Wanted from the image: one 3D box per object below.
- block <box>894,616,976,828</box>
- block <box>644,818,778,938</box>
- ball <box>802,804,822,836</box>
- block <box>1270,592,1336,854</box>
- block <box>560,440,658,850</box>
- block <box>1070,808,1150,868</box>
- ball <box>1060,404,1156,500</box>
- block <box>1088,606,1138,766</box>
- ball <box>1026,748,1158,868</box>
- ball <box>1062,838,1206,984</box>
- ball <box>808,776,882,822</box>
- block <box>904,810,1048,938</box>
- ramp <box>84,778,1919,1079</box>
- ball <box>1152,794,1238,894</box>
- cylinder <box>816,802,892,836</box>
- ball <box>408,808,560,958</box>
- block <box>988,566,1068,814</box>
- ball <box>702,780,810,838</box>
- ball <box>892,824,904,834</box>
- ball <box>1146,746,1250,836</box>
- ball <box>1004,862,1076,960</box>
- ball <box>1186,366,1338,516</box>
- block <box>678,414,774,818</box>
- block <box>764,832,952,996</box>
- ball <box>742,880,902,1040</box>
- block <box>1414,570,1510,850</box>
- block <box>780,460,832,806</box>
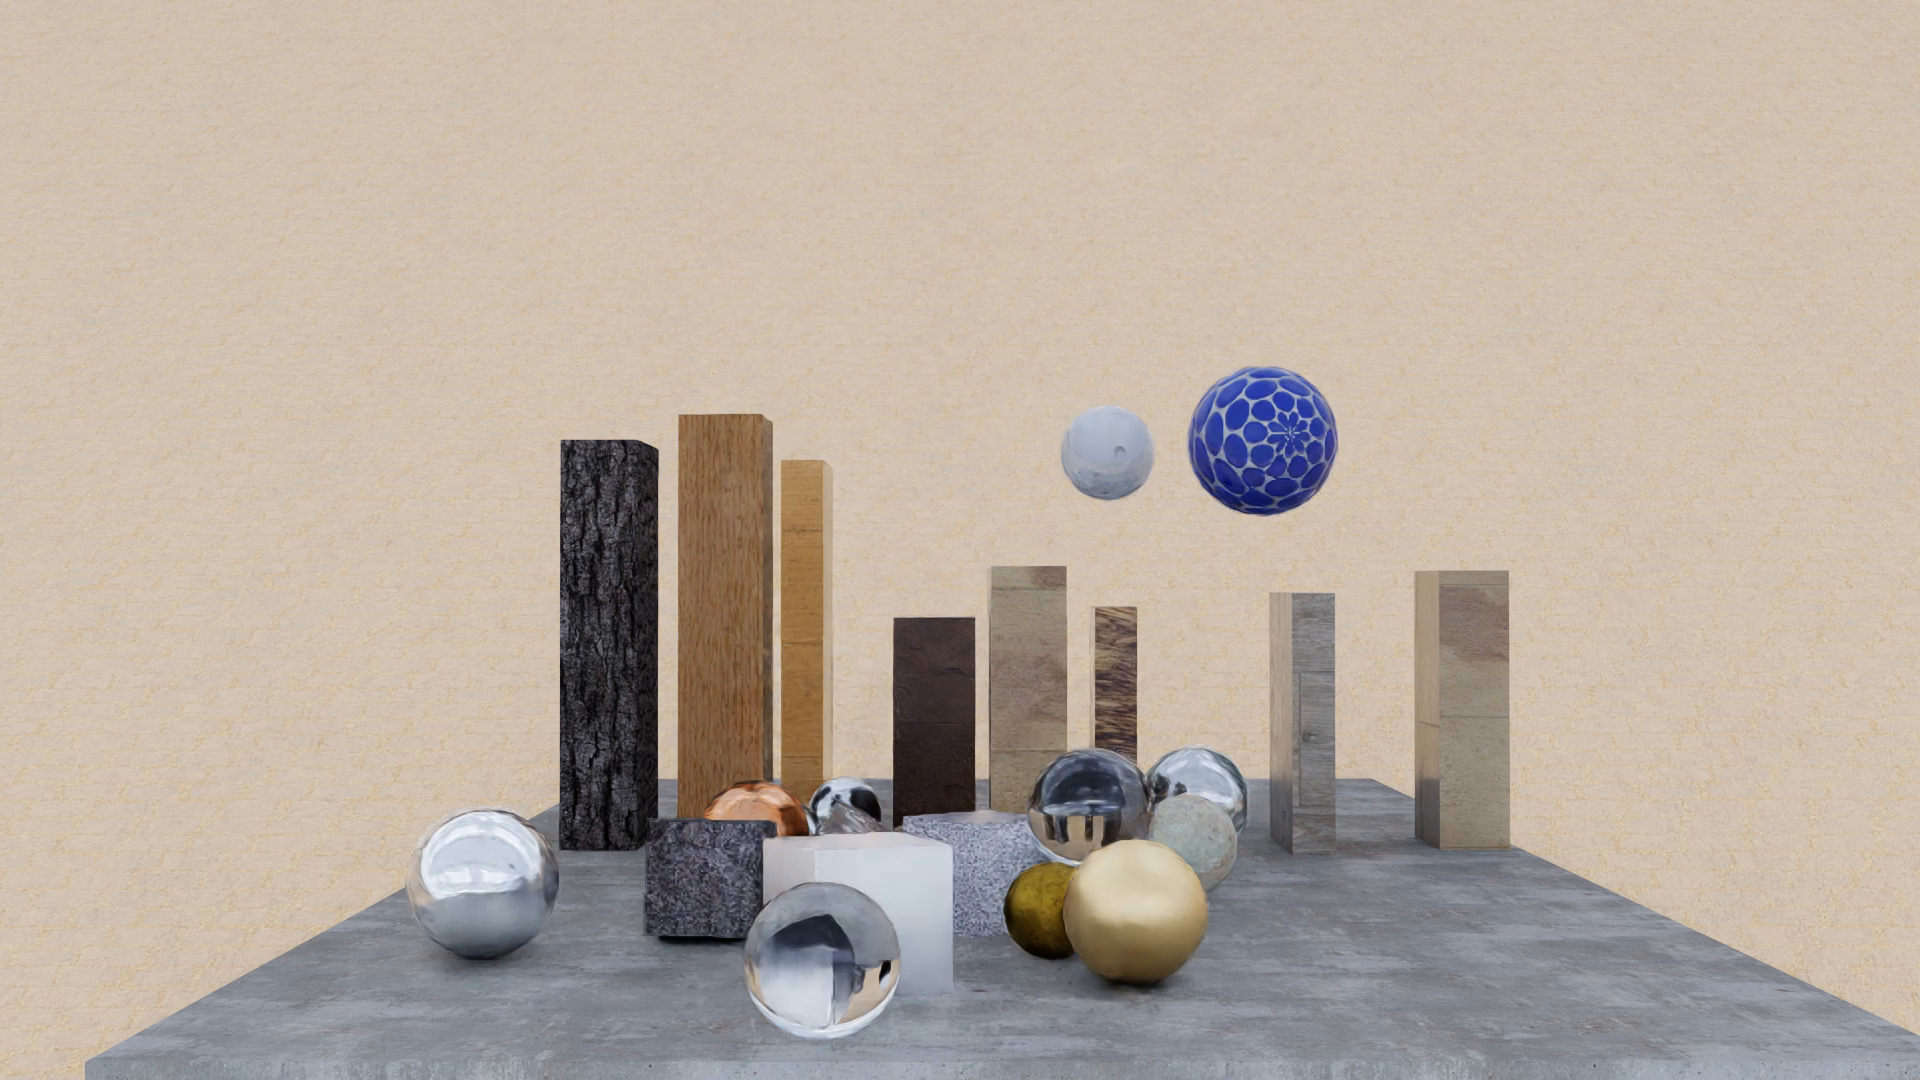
[{"bbox_3d":[-0.046,0.365,4.830,0.148,0.446,0.326,0,-1,0],"label":"block"},{"bbox_3d":[-0.355,0.482,3.713,0.159,0.159,0.159,1,-5,5],"label":"block"},{"bbox_3d":[-0.295,0.506,4.327,0.146,0.146,0.146,0,33,0],"label":"ball"},{"bbox_3d":[0.661,0.347,5.022,0.080,0.489,0.352,0,-1,0],"label":"block"},{"bbox_3d":[-0.687,0.202,5.103,0.147,0.781,0.346,0,-1,0],"label":"block"},{"bbox_3d":[0.269,0.497,3.985,0.153,0.153,0.153,0,-1,25],"label":"block"},{"bbox_3d":[0.184,-0.109,3.239,0.119,0.119,0.119,0,33,0],"label":"ball"},{"bbox_3d":[0.316,0.367,5.368,0.084,0.459,0.255,0,-1,0],"label":"block"},{"bbox_3d":[0.190,0.392,3.728,0.187,0.187,0.187,0,33,0],"label":"ball"},{"bbox_3d":[0.221,0.470,3.283,0.182,0.182,0.182,0,33,0],"label":"ball"},{"bbox_3d":[-0.219,0.520,4.926,0.140,0.140,0.140,0,33,0],"label":"ball"},{"bbox_3d":[0.030,0.490,3.825,0.162,0.162,0.162,1,-1,-39],"label":"block"},{"bbox_3d":[0.073,0.637,4.745,2.000,0.100,4.000,0,-1,0],"label":"ramp"},{"bbox_3d":[0.334,0.449,3.813,0.149,0.149,0.149,0,33,0],"label":"ball"},{"bbox_3d":[-0.160,0.472,3.795,0.130,0.130,0.130,31,0,0],"label":"cylinder"},{"bbox_3d":[-0.646,0.464,3.515,0.202,0.202,0.202,0,33,0],"label":"ball"},{"bbox_3d":[0.106,0.311,4.212,0.116,0.534,0.441,0,-1,0],"label":"block"},{"bbox_3d":[-0.330,0.475,4.173,0.177,0.177,0.177,0,33,0],"label":"ball"},{"bbox_3d":[-0.064,0.505,4.024,0.137,0.137,0.137,0,33,0],"label":"ball"},{"bbox_3d":[0.432,0.484,4.786,0.206,0.206,0.206,0,33,0],"label":"ball"},{"bbox_3d":[0.124,0.500,3.498,0.131,0.131,0.131,0,33,0],"label":"ball"},{"bbox_3d":[0.336,-0.110,2.880,0.167,0.167,0.167,0,33,0],"label":"ball"},{"bbox_3d":[-0.407,0.186,4.520,0.143,0.794,0.252,0,-1,0],"label":"block"},{"bbox_3d":[-0.130,0.470,3.259,0.182,0.182,0.182,0,-1,-24],"label":"block"},{"bbox_3d":[-0.154,0.471,2.904,0.177,0.177,0.177,0,33,0],"label":"ball"},{"bbox_3d":[0.979,0.326,5.071,0.134,0.532,0.271,0,-1,0],"label":"block"},{"bbox_3d":[-0.349,0.217,5.922,0.095,0.780,0.401,0,-1,0],"label":"block"}]
